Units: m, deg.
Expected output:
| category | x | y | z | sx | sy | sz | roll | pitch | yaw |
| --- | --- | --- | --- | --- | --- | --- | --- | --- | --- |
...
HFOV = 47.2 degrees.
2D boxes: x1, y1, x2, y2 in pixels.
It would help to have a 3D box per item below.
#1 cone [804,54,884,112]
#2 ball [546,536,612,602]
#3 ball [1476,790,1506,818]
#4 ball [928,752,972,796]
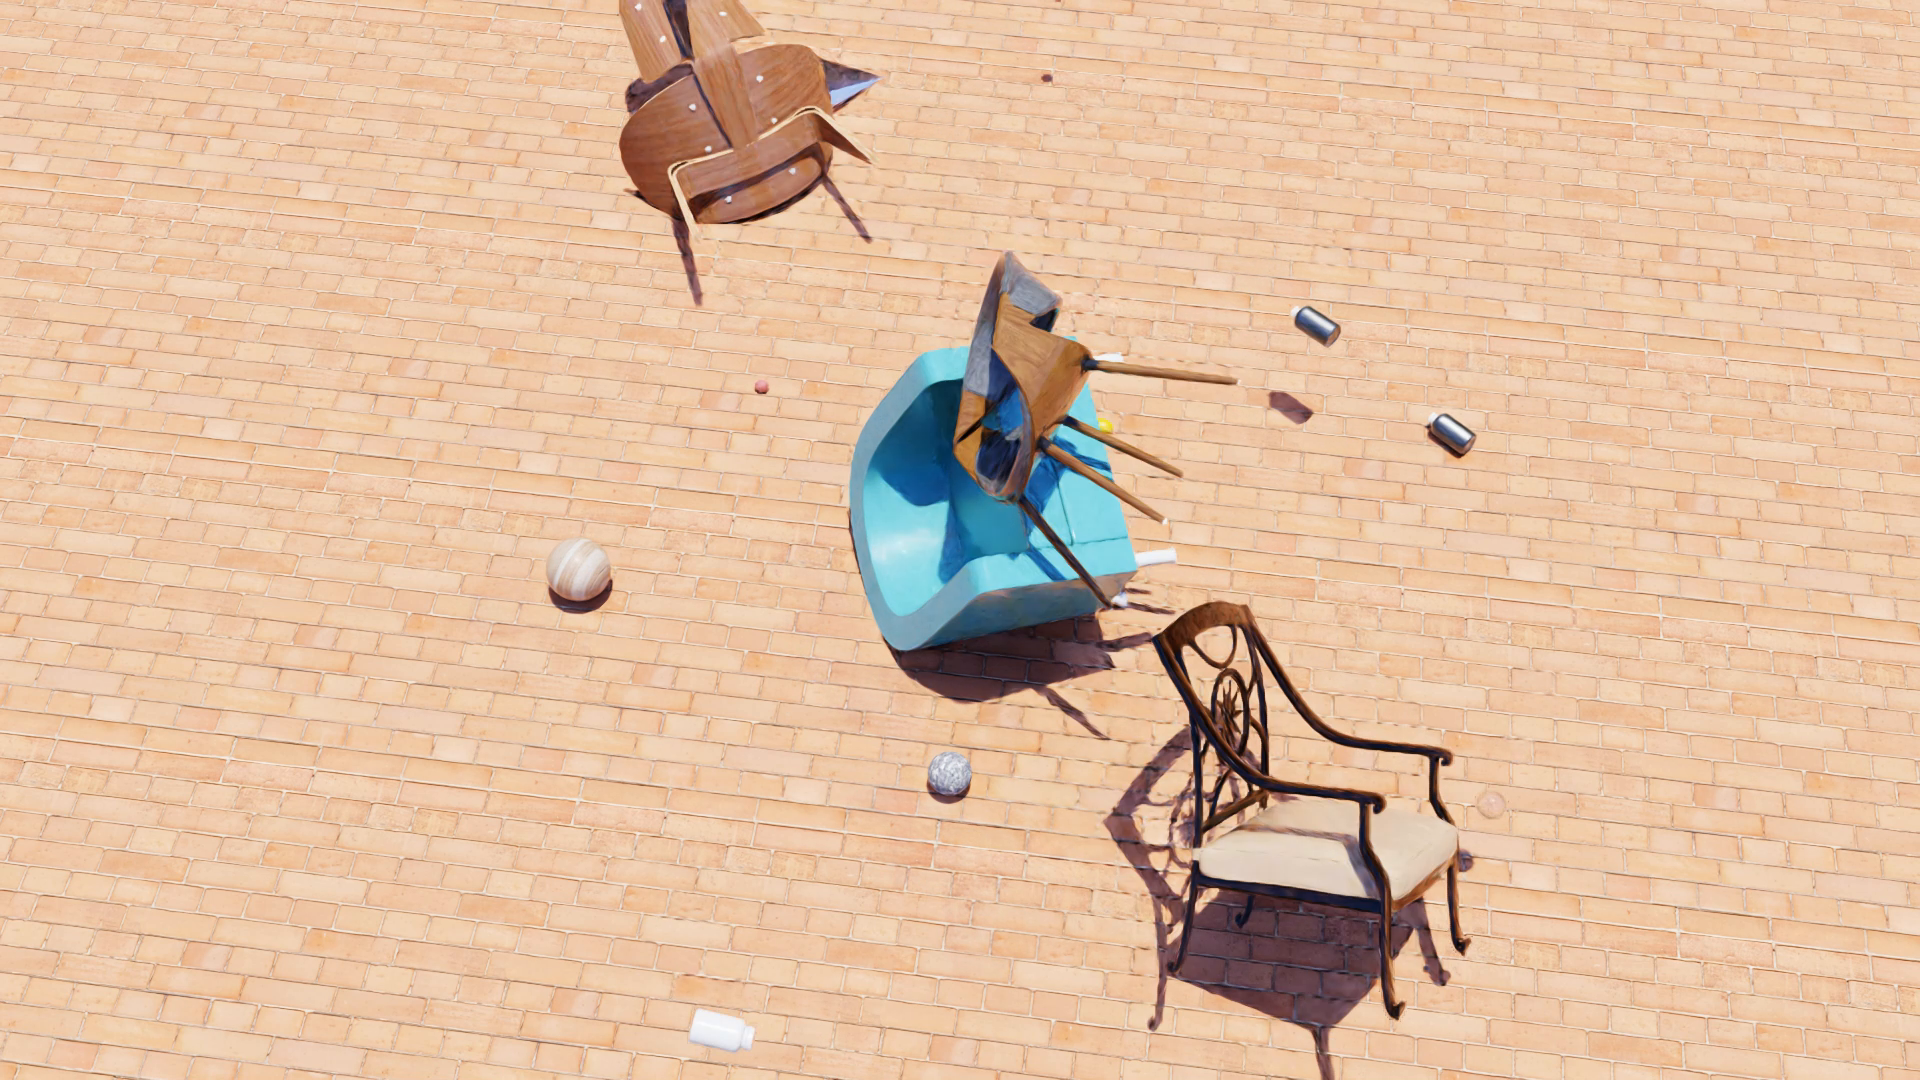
| category | x | y | z | sx | sy | sz | roll | pitch | yaw |
| --- | --- | --- | --- | --- | --- | --- | --- | --- | --- |
| cone | -0.379 | -1.592 | 7.605 | 0.254 | 0.123 | 0.243 | -10 | 61 | -23 |
| ball | -1.111 | 0.085 | 6.403 | 0.189 | 0.189 | 0.189 | 0 | 56 | 0 |
| ball | 1.385 | 0.688 | 5.730 | 0.075 | 0.075 | 0.075 | 0 | 56 | 0 |
| ball | -0.028 | 0.644 | 6.068 | 0.123 | 0.123 | 0.123 | 0 | 56 | 0 |
